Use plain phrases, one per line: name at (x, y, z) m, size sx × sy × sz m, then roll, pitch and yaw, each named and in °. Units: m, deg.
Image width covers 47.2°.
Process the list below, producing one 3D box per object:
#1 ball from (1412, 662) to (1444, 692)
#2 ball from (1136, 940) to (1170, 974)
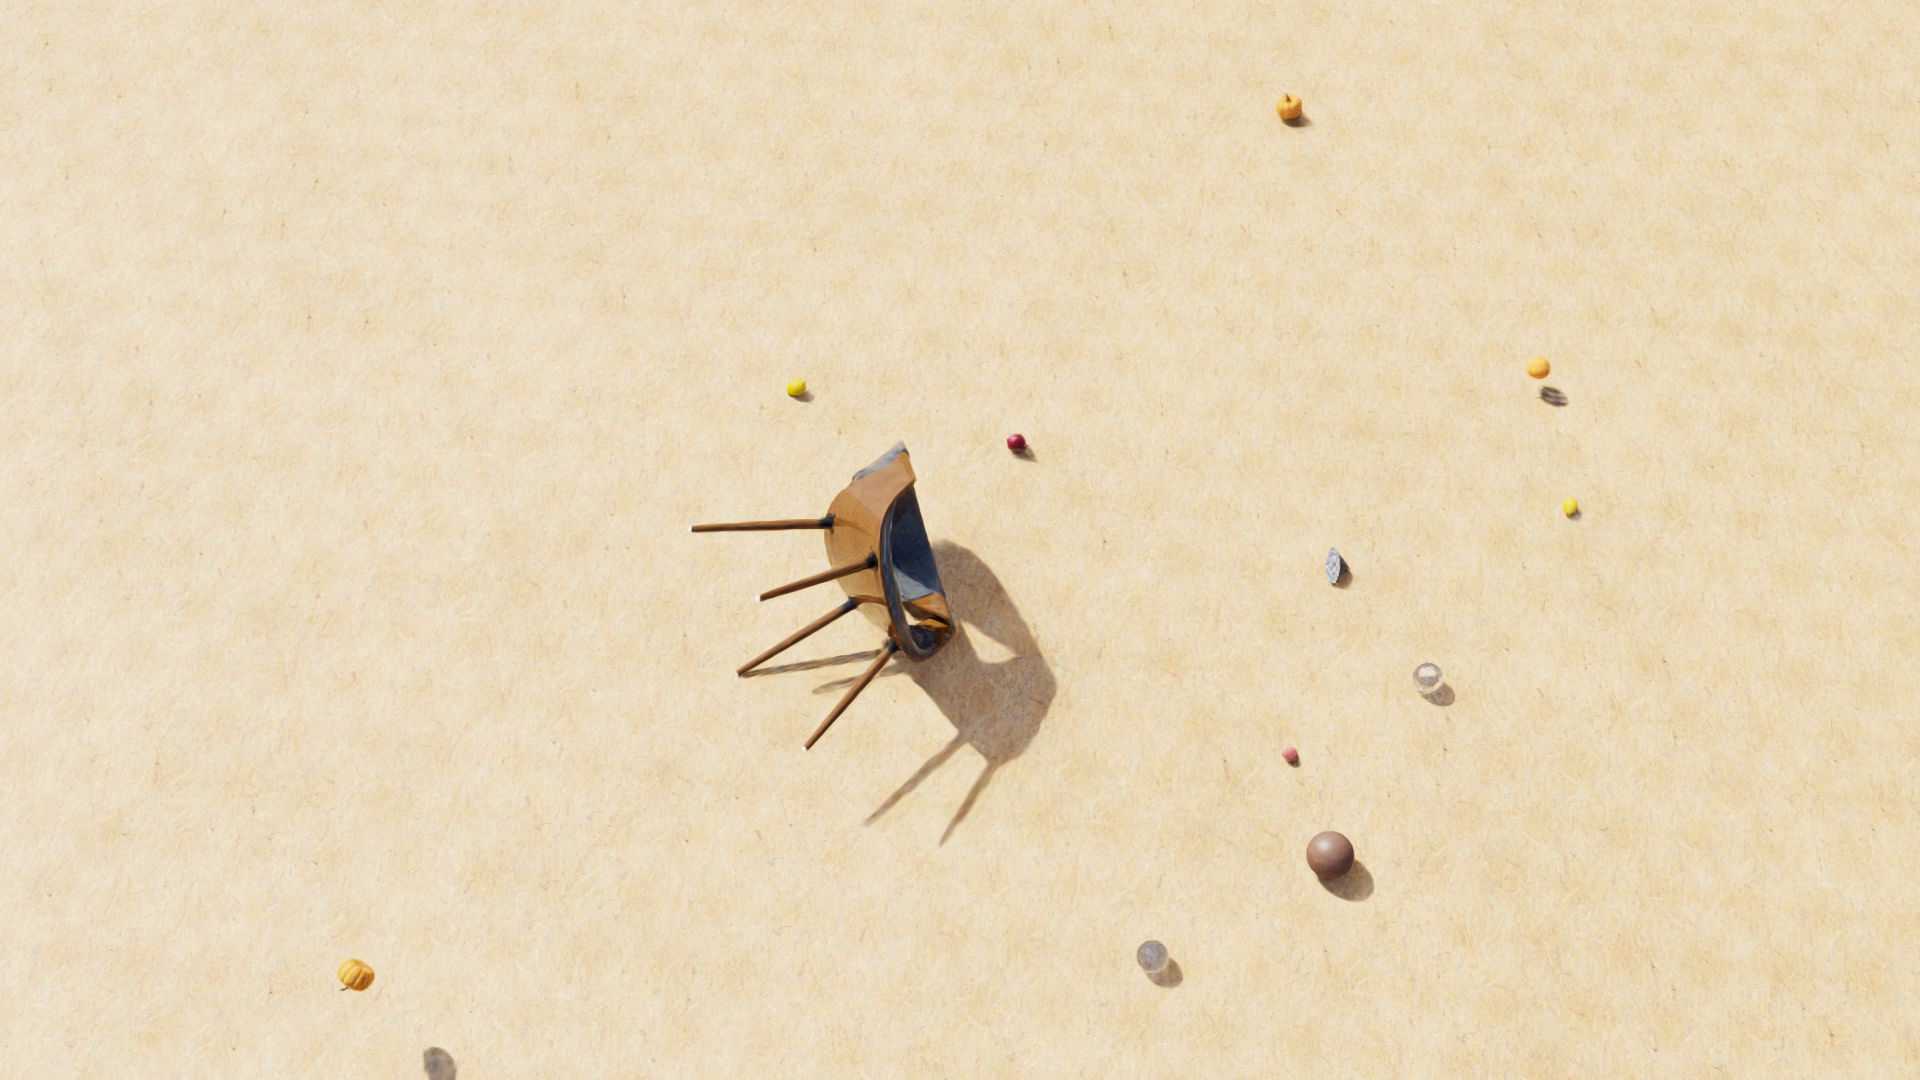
ball at (1.332, 0.391, 6.261) m, size 0.085 × 0.085 × 0.085 m, roll 0°, pitch 56°, yaw 0°
ball at (0.507, 1.095, 5.787) m, size 0.087 × 0.087 × 0.087 m, roll 0°, pitch 56°, yaw 0°
